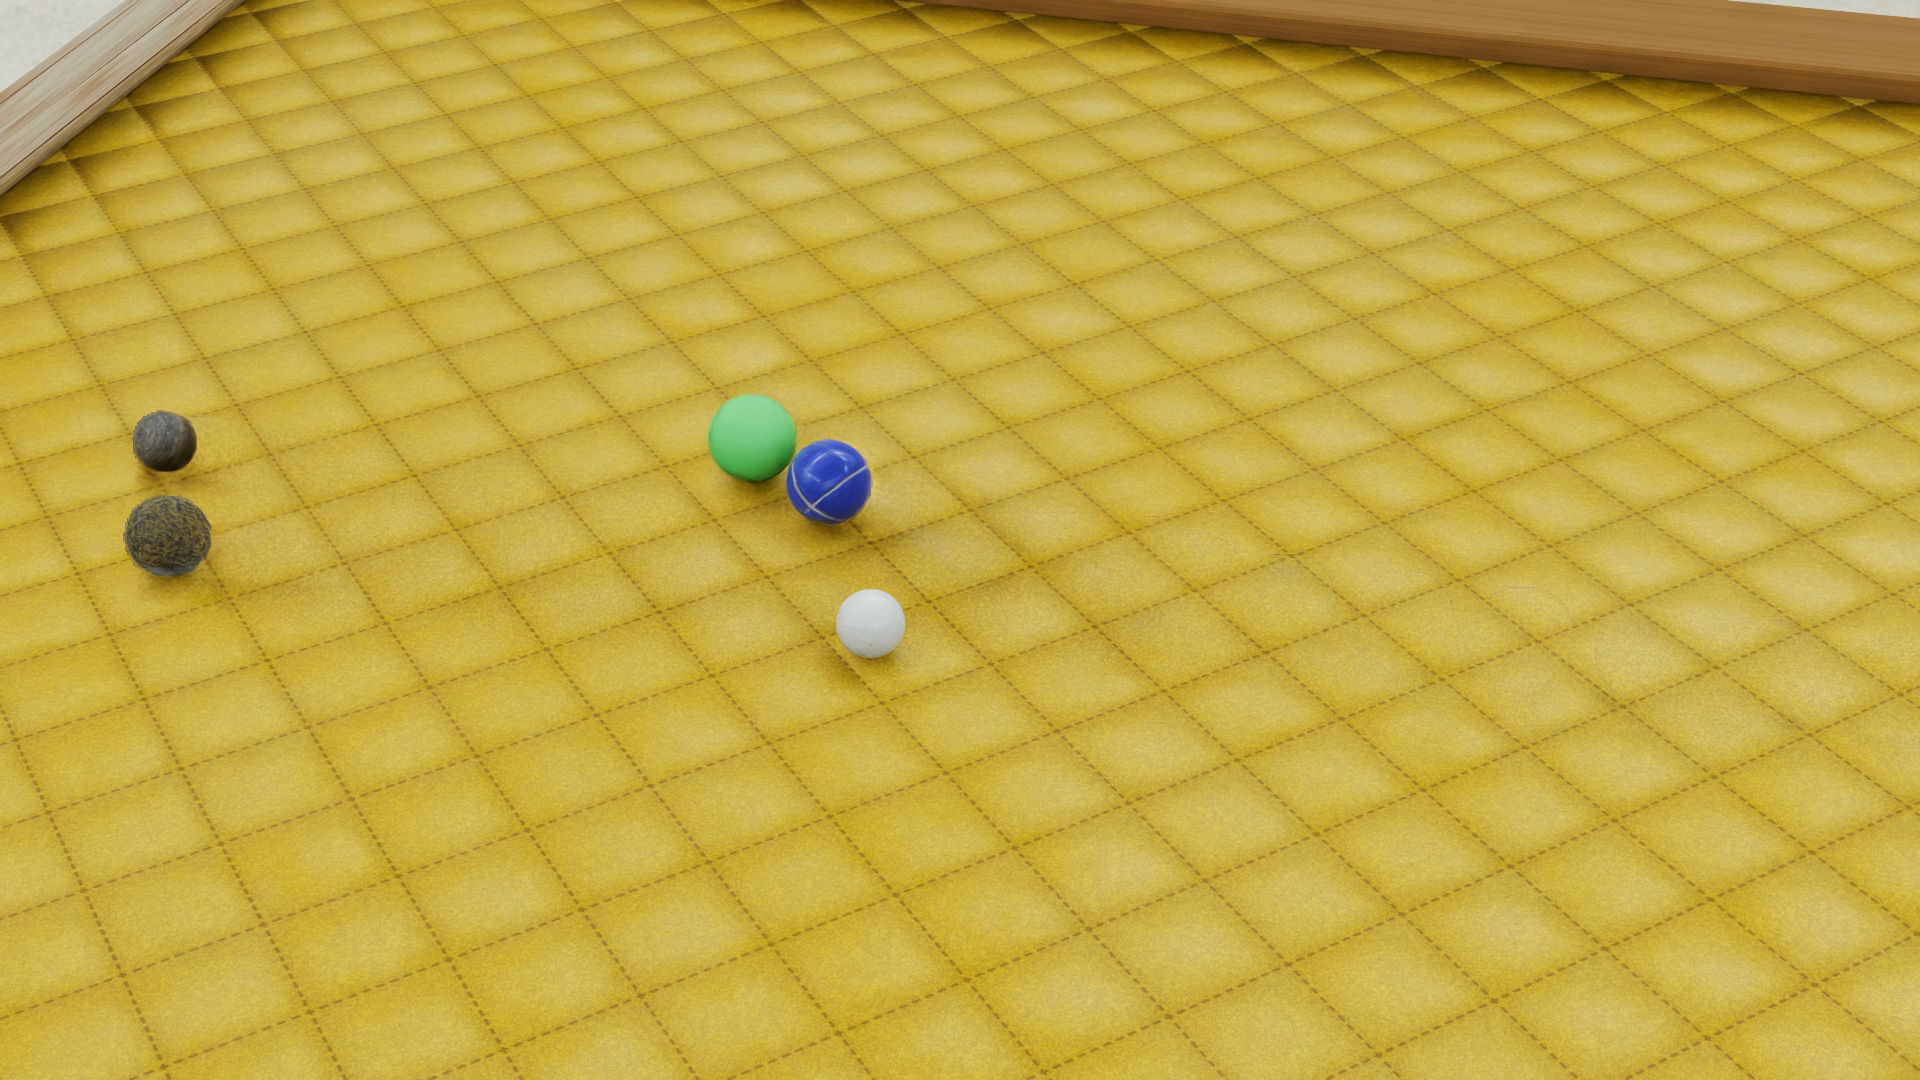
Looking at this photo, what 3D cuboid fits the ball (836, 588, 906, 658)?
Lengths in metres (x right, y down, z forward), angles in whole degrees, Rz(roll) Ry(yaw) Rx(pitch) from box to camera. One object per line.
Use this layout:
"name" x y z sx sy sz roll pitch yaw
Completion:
"ball" -0.063 0.059 1.823 0.050 0.050 0.050 0 34 0

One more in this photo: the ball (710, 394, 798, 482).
"ball" -0.162 -0.080 2.010 0.069 0.069 0.069 0 34 0

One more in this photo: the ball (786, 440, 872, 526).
"ball" -0.100 -0.044 1.960 0.065 0.065 0.065 0 34 0

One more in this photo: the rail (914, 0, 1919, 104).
"rail" 1.260 -0.425 2.494 4.150 0.089 0.045 8 35 12

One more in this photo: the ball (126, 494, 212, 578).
"ball" -0.587 -0.003 1.904 0.061 0.061 0.061 0 34 0

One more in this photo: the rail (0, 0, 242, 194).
"rail" -0.981 -0.157 2.104 0.045 0.089 2.087 8 35 12

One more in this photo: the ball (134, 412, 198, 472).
"ball" -0.627 -0.077 2.025 0.048 0.048 0.048 0 34 0
